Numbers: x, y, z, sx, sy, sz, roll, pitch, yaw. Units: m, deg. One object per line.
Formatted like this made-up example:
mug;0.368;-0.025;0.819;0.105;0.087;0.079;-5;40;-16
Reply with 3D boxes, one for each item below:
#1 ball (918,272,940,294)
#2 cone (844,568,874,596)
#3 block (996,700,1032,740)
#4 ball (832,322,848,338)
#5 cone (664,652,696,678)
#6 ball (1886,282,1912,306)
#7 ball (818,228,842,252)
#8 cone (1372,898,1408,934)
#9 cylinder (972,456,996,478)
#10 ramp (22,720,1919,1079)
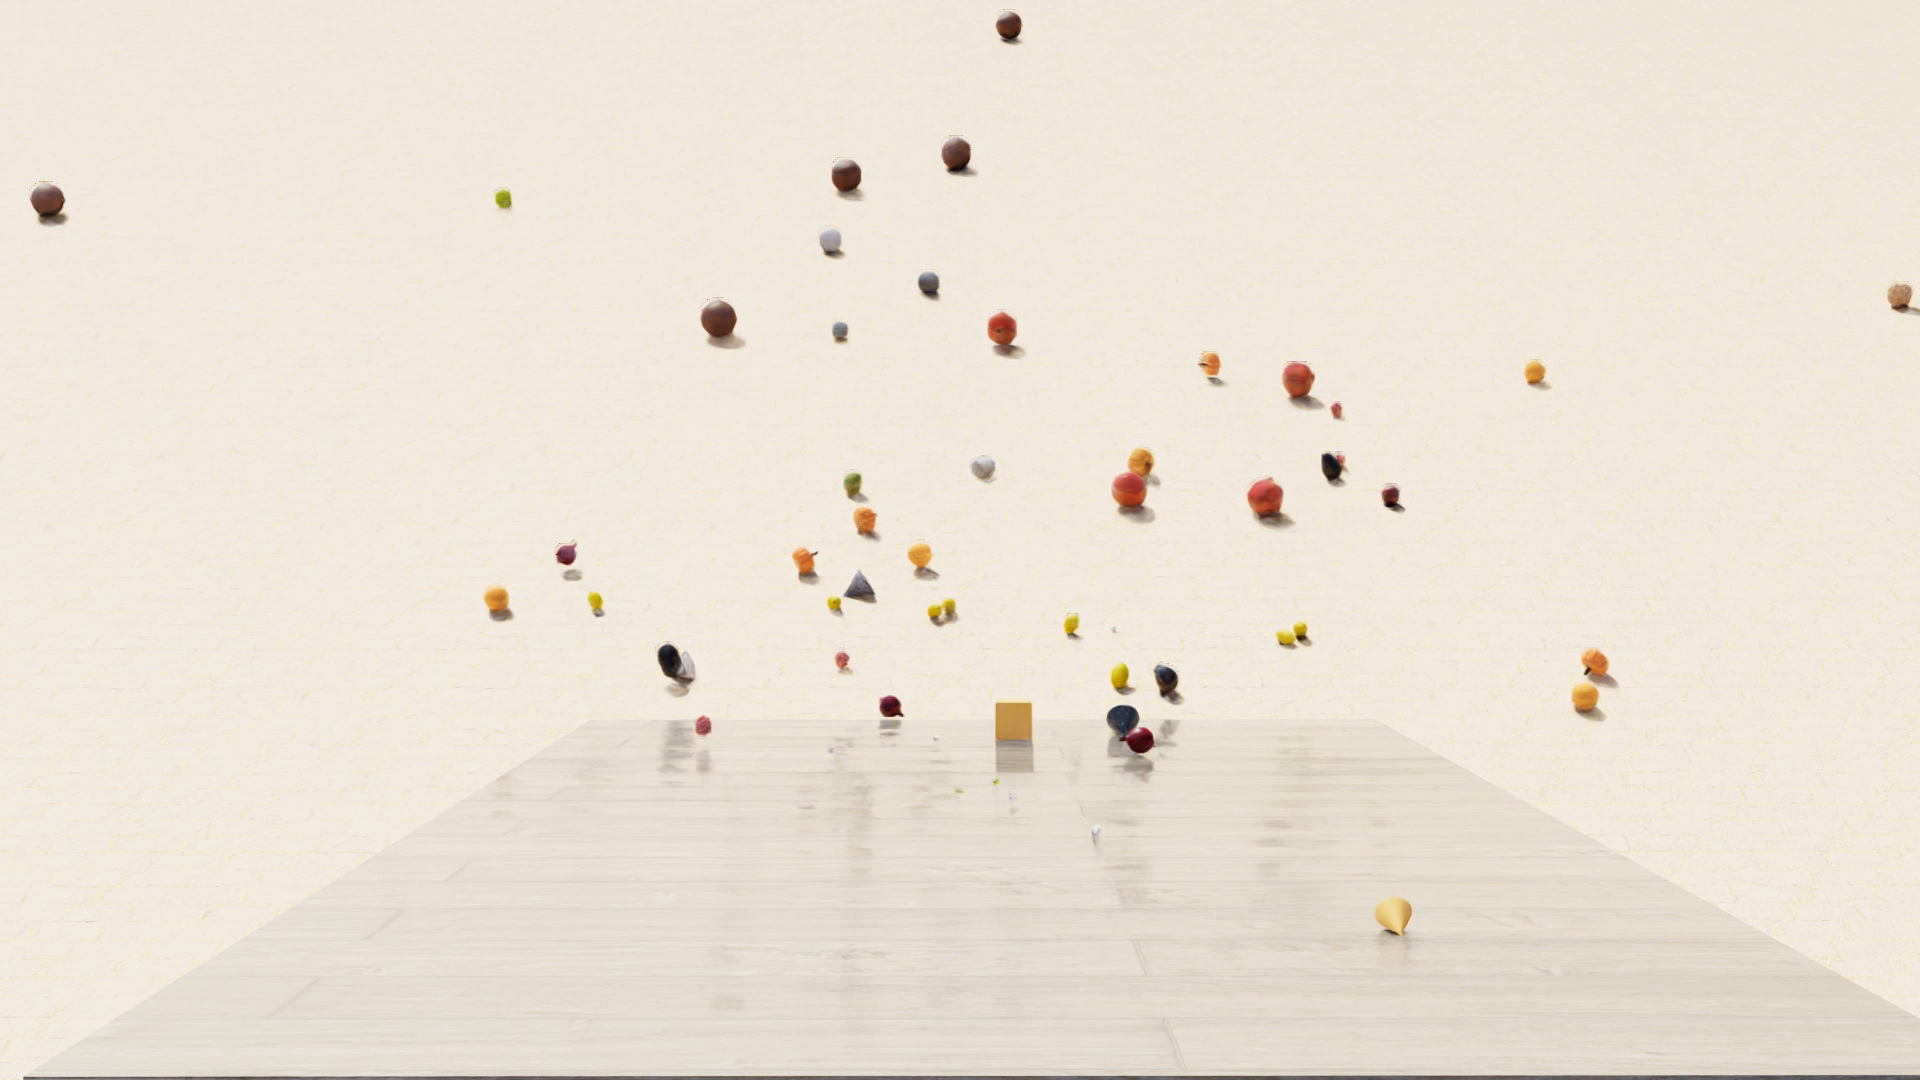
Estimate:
ball;-0.114;-0.944;9.470;0.083;0.083;0.083;0;27;0
cone;-0.301;0.138;7.374;0.083;0.083;0.083;-33;33;-4
block;0.127;0.424;6.095;0.087;0.087;0.087;0;1;1
ball;-0.423;-0.740;9.088;0.062;0.062;0.062;0;27;0
cone;-0.764;0.350;6.955;0.078;0.078;0.078;-22;23;15
ball;3.407;-0.890;9.358;0.088;0.088;0.088;0;27;0
ball;-0.495;-1.148;9.867;0.090;0.090;0.090;0;27;0
cone;0.578;0.508;3.414;0.050;0.050;0.050;-8;52;-15
cylinder;0.073;-0.227;8.079;0.055;0.055;0.055;23;35;38
ramp;0.061;0.547;4.583;2.000;0.100;4.000;0;1;0
